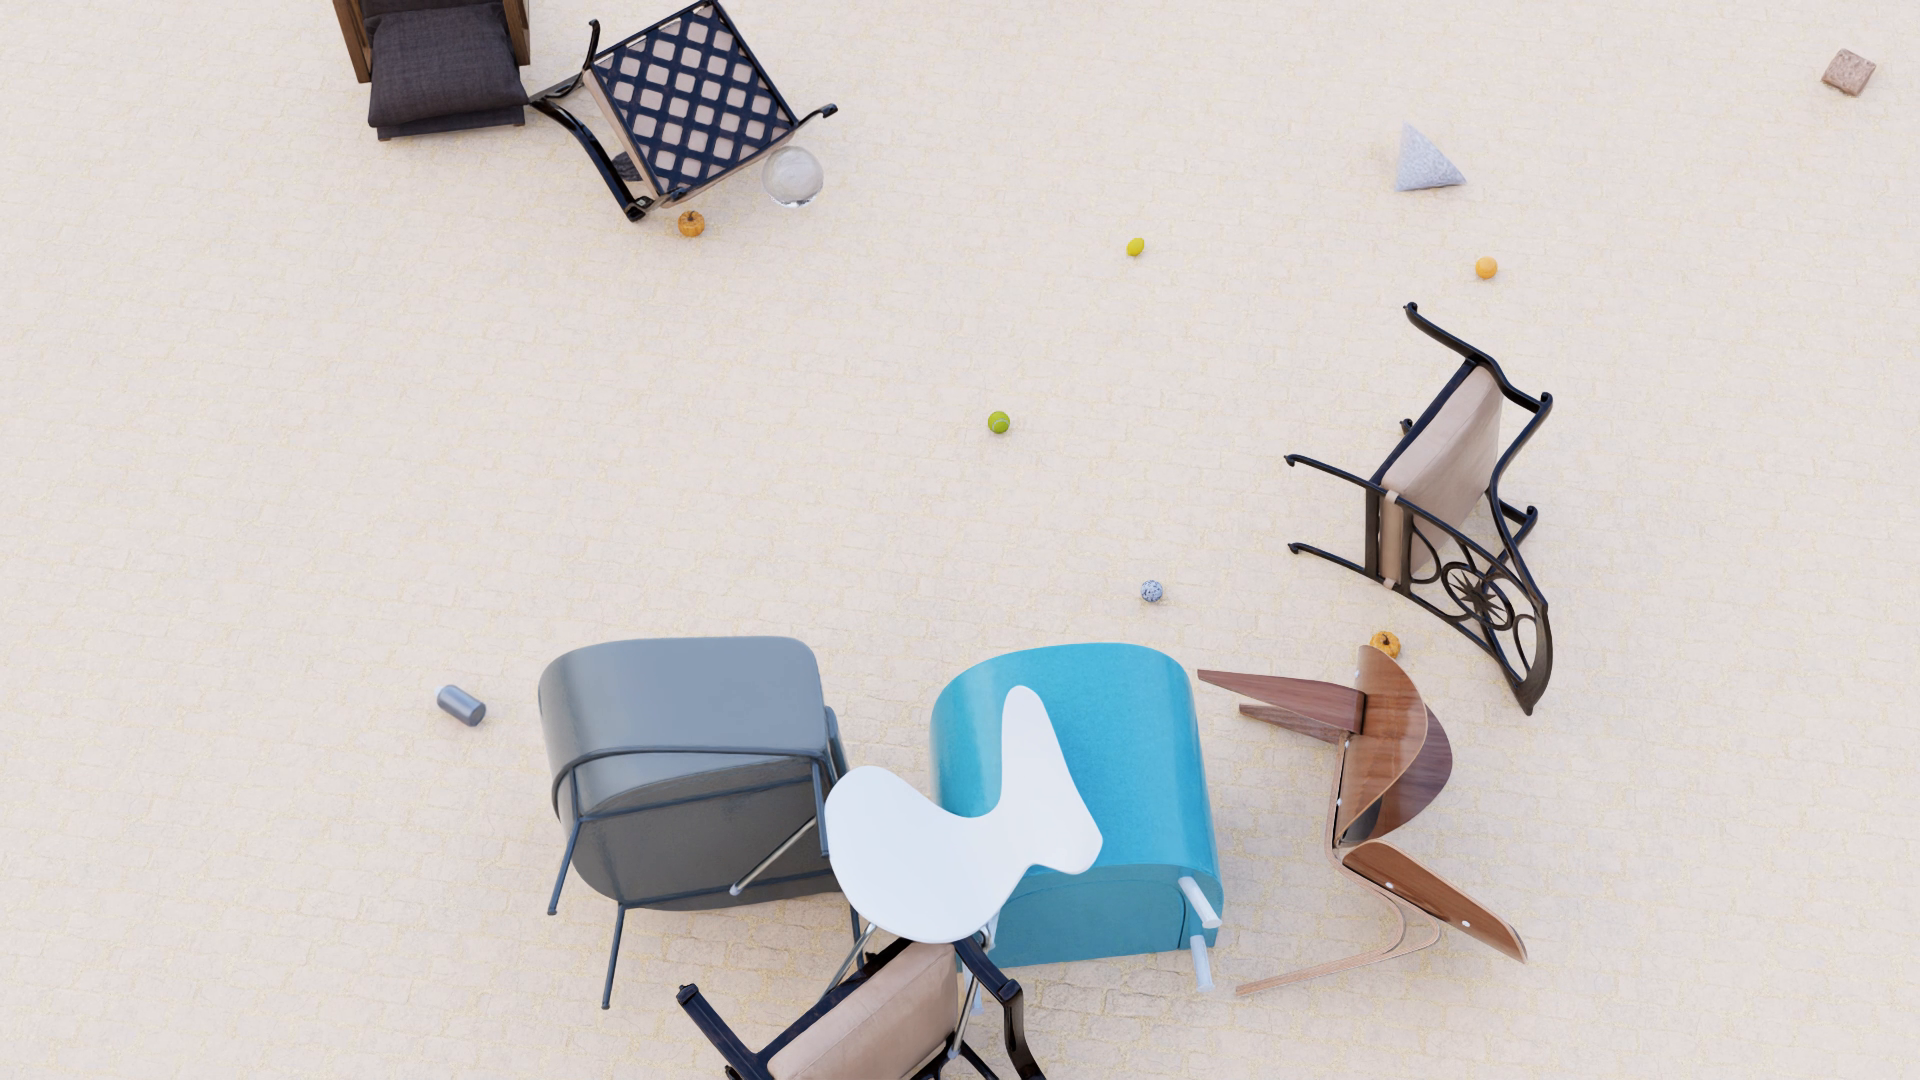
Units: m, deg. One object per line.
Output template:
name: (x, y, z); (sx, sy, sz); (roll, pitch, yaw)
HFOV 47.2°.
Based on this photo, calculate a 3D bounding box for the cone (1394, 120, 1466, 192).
cone: (1.516, -1.232, 7.344); (0.299, 0.197, 0.187); (45, 98, 2)

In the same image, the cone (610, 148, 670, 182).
cone: (-1.079, -1.282, 7.403); (0.208, 0.115, 0.111); (-11, 29, -4)

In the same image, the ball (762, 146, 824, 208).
ball: (-0.552, -1.198, 7.255); (0.204, 0.204, 0.204); (0, 56, 0)

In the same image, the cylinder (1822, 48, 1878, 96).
cylinder: (3.077, -1.619, 7.609); (0.128, 0.083, 0.149); (34, 71, 20)

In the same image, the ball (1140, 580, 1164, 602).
ball: (0.561, 0.149, 6.434); (0.066, 0.066, 0.066); (0, 56, 0)
